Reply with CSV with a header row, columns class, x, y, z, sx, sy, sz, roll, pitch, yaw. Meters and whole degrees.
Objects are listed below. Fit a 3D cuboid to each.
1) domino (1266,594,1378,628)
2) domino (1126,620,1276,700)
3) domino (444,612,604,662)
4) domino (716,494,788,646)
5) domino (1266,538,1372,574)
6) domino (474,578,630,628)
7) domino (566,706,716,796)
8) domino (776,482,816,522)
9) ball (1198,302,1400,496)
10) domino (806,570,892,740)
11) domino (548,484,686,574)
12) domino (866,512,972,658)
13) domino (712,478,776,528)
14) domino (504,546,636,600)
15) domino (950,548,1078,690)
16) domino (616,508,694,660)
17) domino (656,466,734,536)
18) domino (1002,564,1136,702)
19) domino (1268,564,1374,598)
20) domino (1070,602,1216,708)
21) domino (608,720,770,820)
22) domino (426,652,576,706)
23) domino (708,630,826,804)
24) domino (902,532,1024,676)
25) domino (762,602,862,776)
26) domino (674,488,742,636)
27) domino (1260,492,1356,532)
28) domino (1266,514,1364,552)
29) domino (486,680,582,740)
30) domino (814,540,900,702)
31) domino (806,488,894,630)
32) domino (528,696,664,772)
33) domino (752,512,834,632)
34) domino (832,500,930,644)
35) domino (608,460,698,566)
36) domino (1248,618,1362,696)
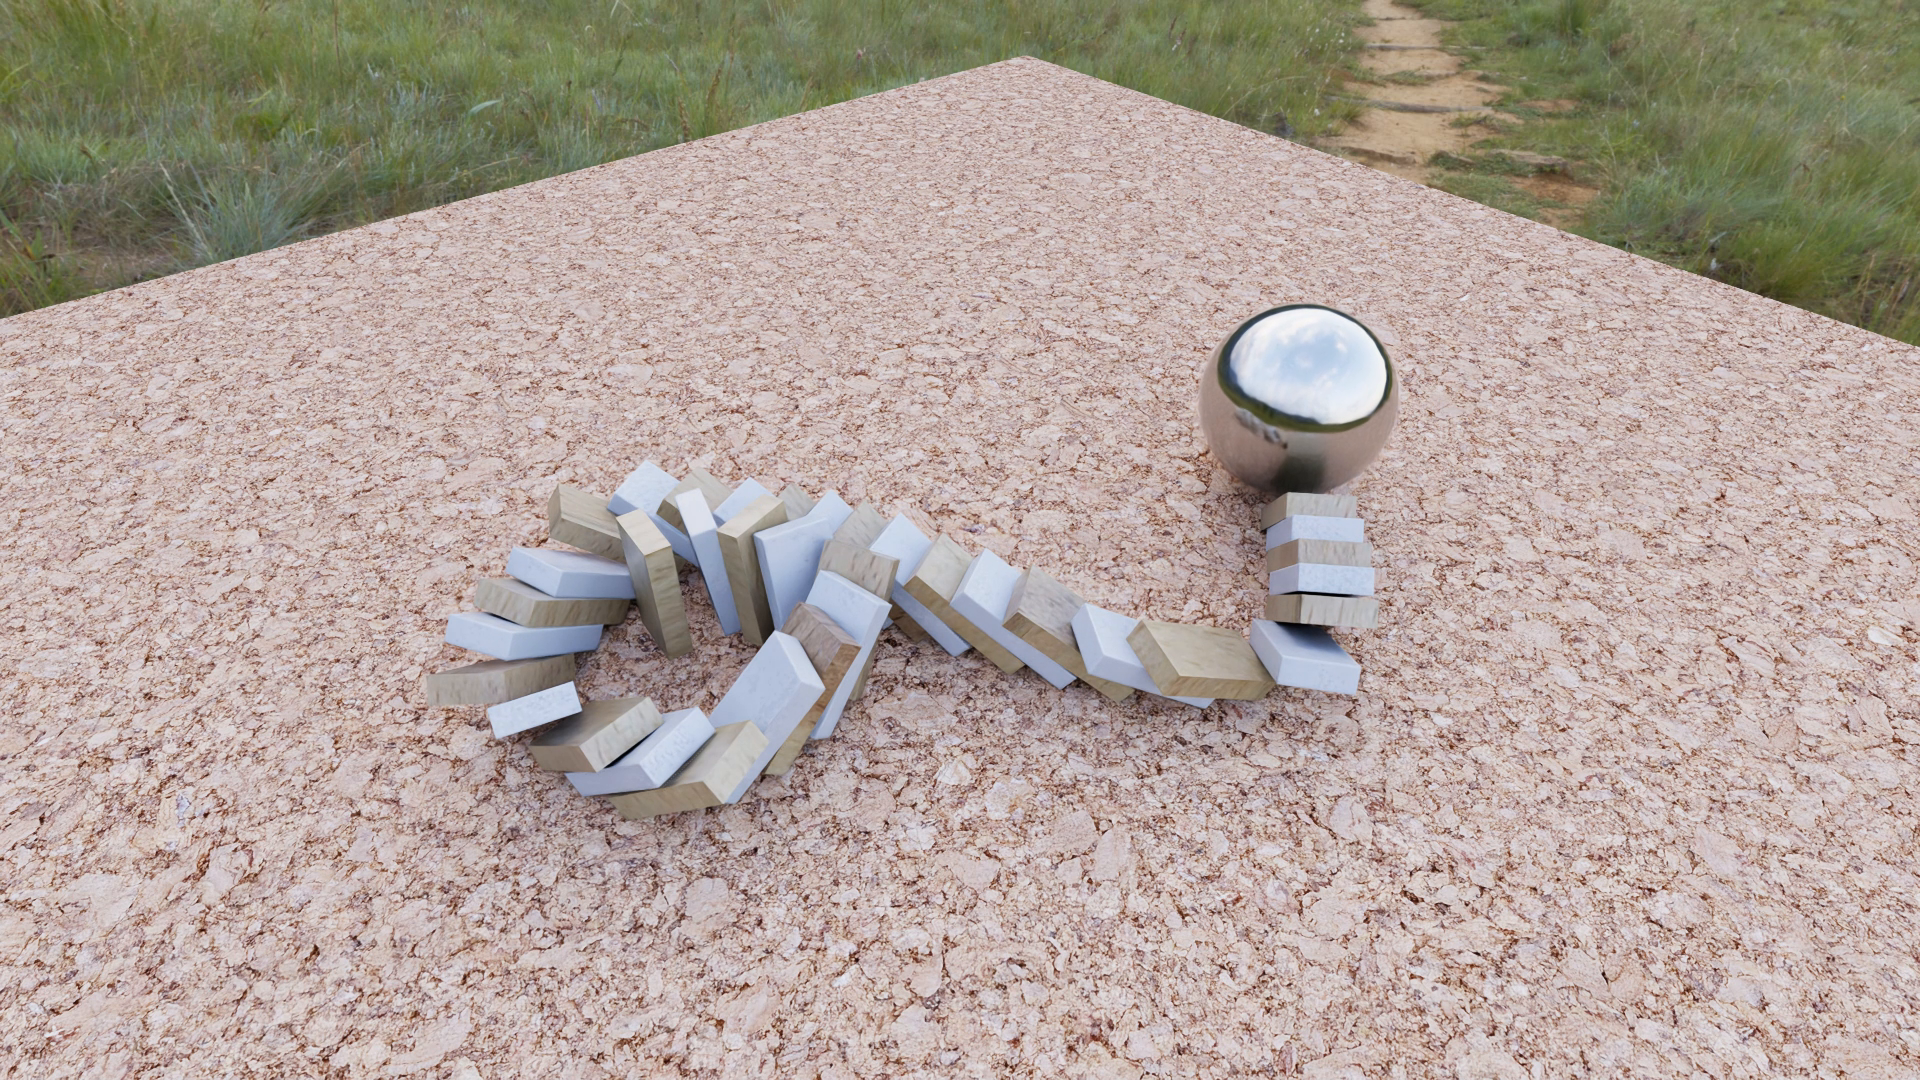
class,x,y,z,sx,sy,sz,roll,pitch,yaw
domino,0.126,0.025,0.388,0.025,0.010,0.050,4,-3,3
domino,0.082,0.041,0.373,0.050,0.010,0.025,9,37,-37
domino,-0.150,0.032,0.381,0.025,0.010,0.050,13,2,16
domino,-0.071,0.011,0.397,0.009,0.050,0.025,18,42,28
domino,0.132,0.007,0.409,0.025,0.010,0.050,4,-5,4
domino,-0.145,0.022,0.393,0.025,0.010,0.050,18,4,20
domino,-0.100,0.066,0.340,0.050,0.009,0.025,-17,21,45
domino,-0.054,0.004,0.417,0.050,0.010,0.025,42,45,-6
ball,0.140,-0.058,0.459,0.080,0.080,0.080,0,39,0
domino,-0.045,0.038,0.368,0.025,0.050,0.009,28,6,23
domino,-0.132,-0.003,0.423,0.050,0.010,0.025,24,22,-34
domino,-0.012,0.016,0.400,0.050,0.010,0.025,44,46,-8
domino,-0.070,0.000,0.424,0.050,0.009,0.025,38,45,-2
domino,-0.138,0.013,0.405,0.025,0.010,0.050,21,5,24
domino,0.022,0.028,0.389,0.050,0.009,0.025,38,42,-9
domino,-0.108,0.016,0.392,0.009,0.050,0.025,-24,45,-27
domino,-0.090,-0.005,0.430,0.050,0.010,0.025,37,41,-4
domino,0.040,0.033,0.383,0.050,0.009,0.025,34,40,-11
domino,0.130,0.016,0.399,0.025,0.010,0.050,4,-5,5
domino,0.064,0.040,0.376,0.050,0.009,0.025,19,33,-25
domino,-0.083,0.070,0.336,0.050,0.009,0.025,-19,25,39
domino,-0.150,0.046,0.363,0.025,0.009,0.050,-3,0,5
domino,-0.065,0.056,0.348,0.010,0.050,0.025,25,18,-44
domino,0.006,0.023,0.394,0.050,0.009,0.025,40,43,-8
domino,-0.055,0.048,0.358,0.025,0.050,0.009,37,10,36
domino,-0.090,0.008,0.401,0.009,0.050,0.025,-21,43,-14
domino,0.135,-0.010,0.430,0.025,0.009,0.050,4,-5,5
domino,0.134,-0.001,0.419,0.025,0.010,0.050,4,-5,6
domino,-0.135,0.054,0.353,0.025,0.010,0.050,-17,-1,-20
domino,-0.040,0.027,0.380,0.025,0.050,0.010,16,4,9
domino,-0.038,0.007,0.412,0.050,0.010,0.025,44,45,-8
domino,-0.115,0.061,0.346,0.025,0.010,0.050,-38,15,-36
domino,-0.055,0.018,0.388,0.025,0.050,0.010,-20,22,-27
domino,-0.026,0.012,0.406,0.050,0.010,0.025,44,46,-8
domino,-0.110,-0.008,0.433,0.050,0.009,0.025,34,38,-7
domino,0.117,0.039,0.376,0.025,0.009,0.050,8,10,3
